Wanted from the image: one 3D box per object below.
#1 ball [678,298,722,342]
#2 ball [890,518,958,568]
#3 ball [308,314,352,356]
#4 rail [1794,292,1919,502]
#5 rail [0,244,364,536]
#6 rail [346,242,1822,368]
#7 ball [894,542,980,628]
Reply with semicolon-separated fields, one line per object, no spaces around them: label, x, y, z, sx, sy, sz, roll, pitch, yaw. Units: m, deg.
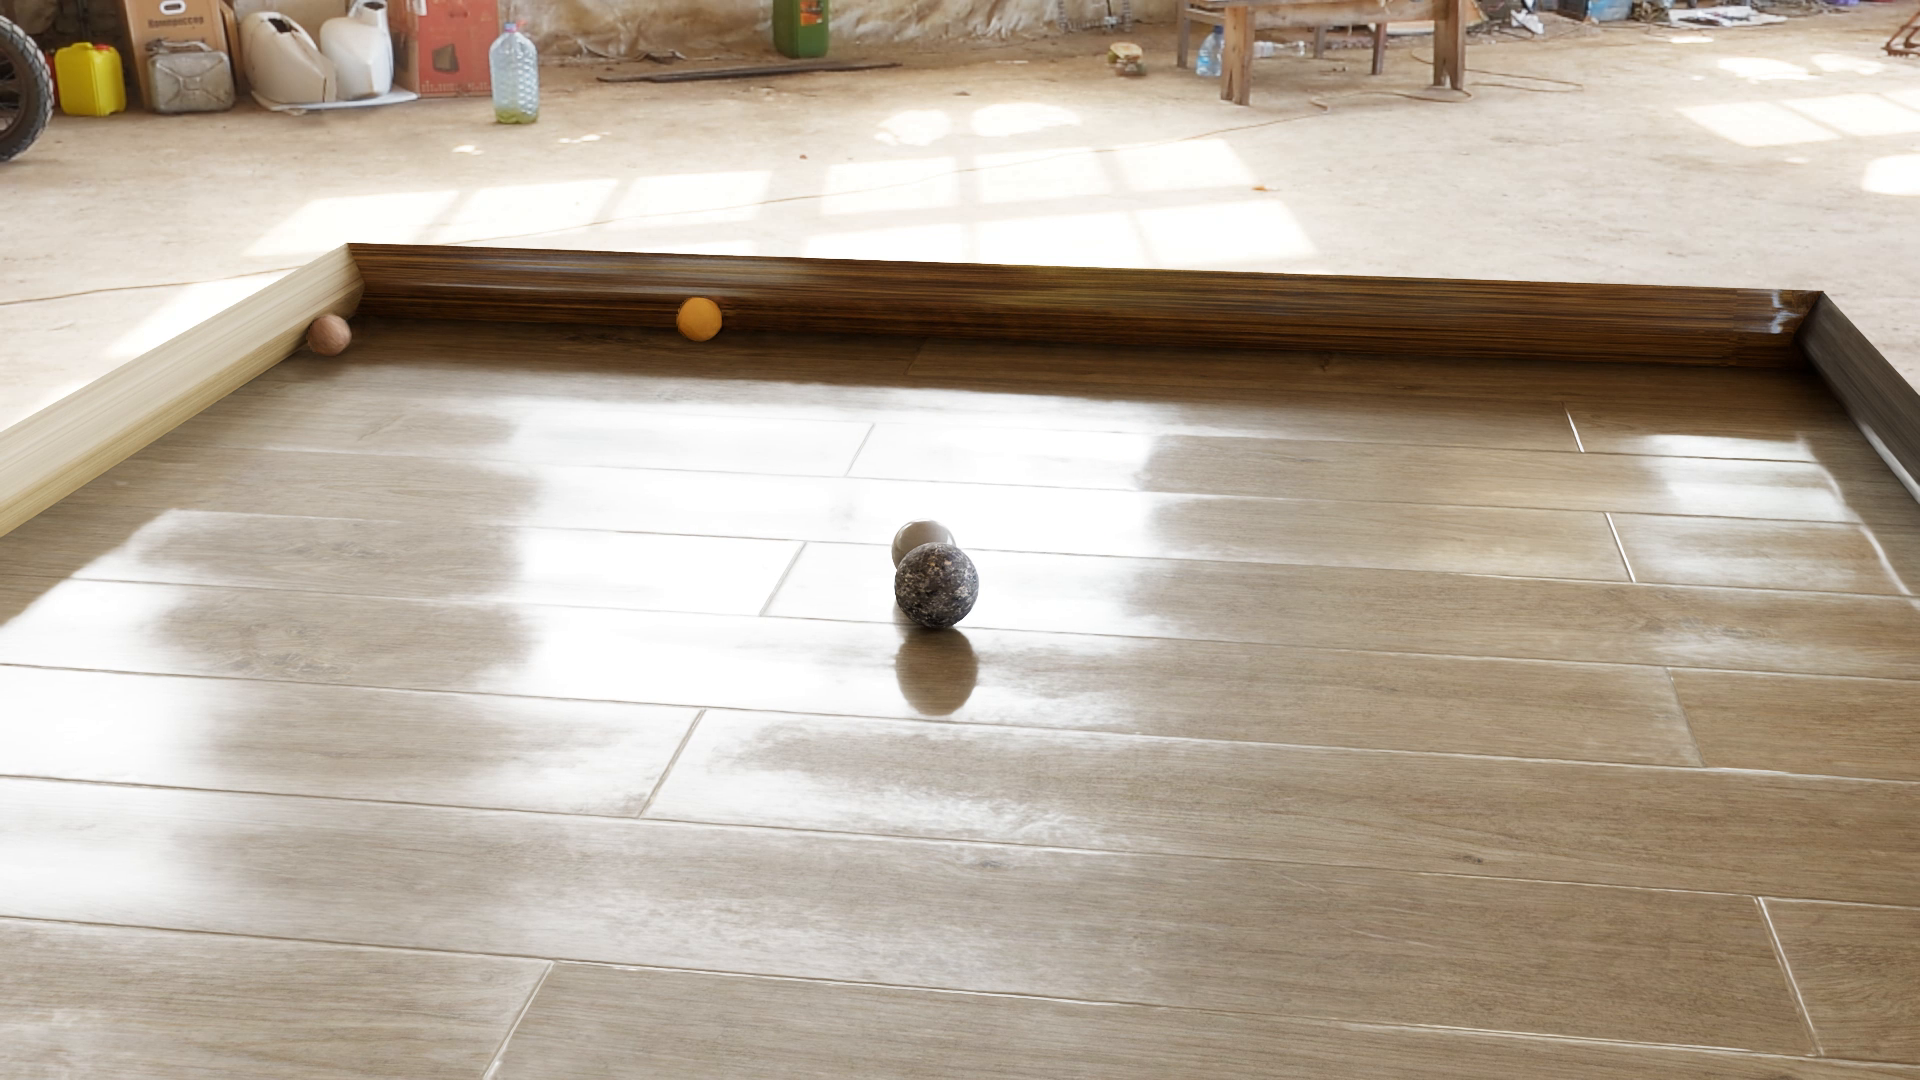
ball;-0.427;-0.363;3.613;0.072;0.072;0.072;0;20;0
ball;-0.042;0.013;2.591;0.079;0.079;0.079;0;20;0
ball;-1.012;-0.329;3.531;0.066;0.066;0.066;0;20;0
rail;1.020;0.400;1.480;0.045;0.126;4.234;3;21;8
rail;-1.320;0.284;1.793;0.045;0.126;4.234;3;21;8
rail;0.146;-0.380;3.579;2.411;0.126;0.045;3;21;8
ball;-0.026;0.051;2.465;0.097;0.097;0.097;0;20;0
